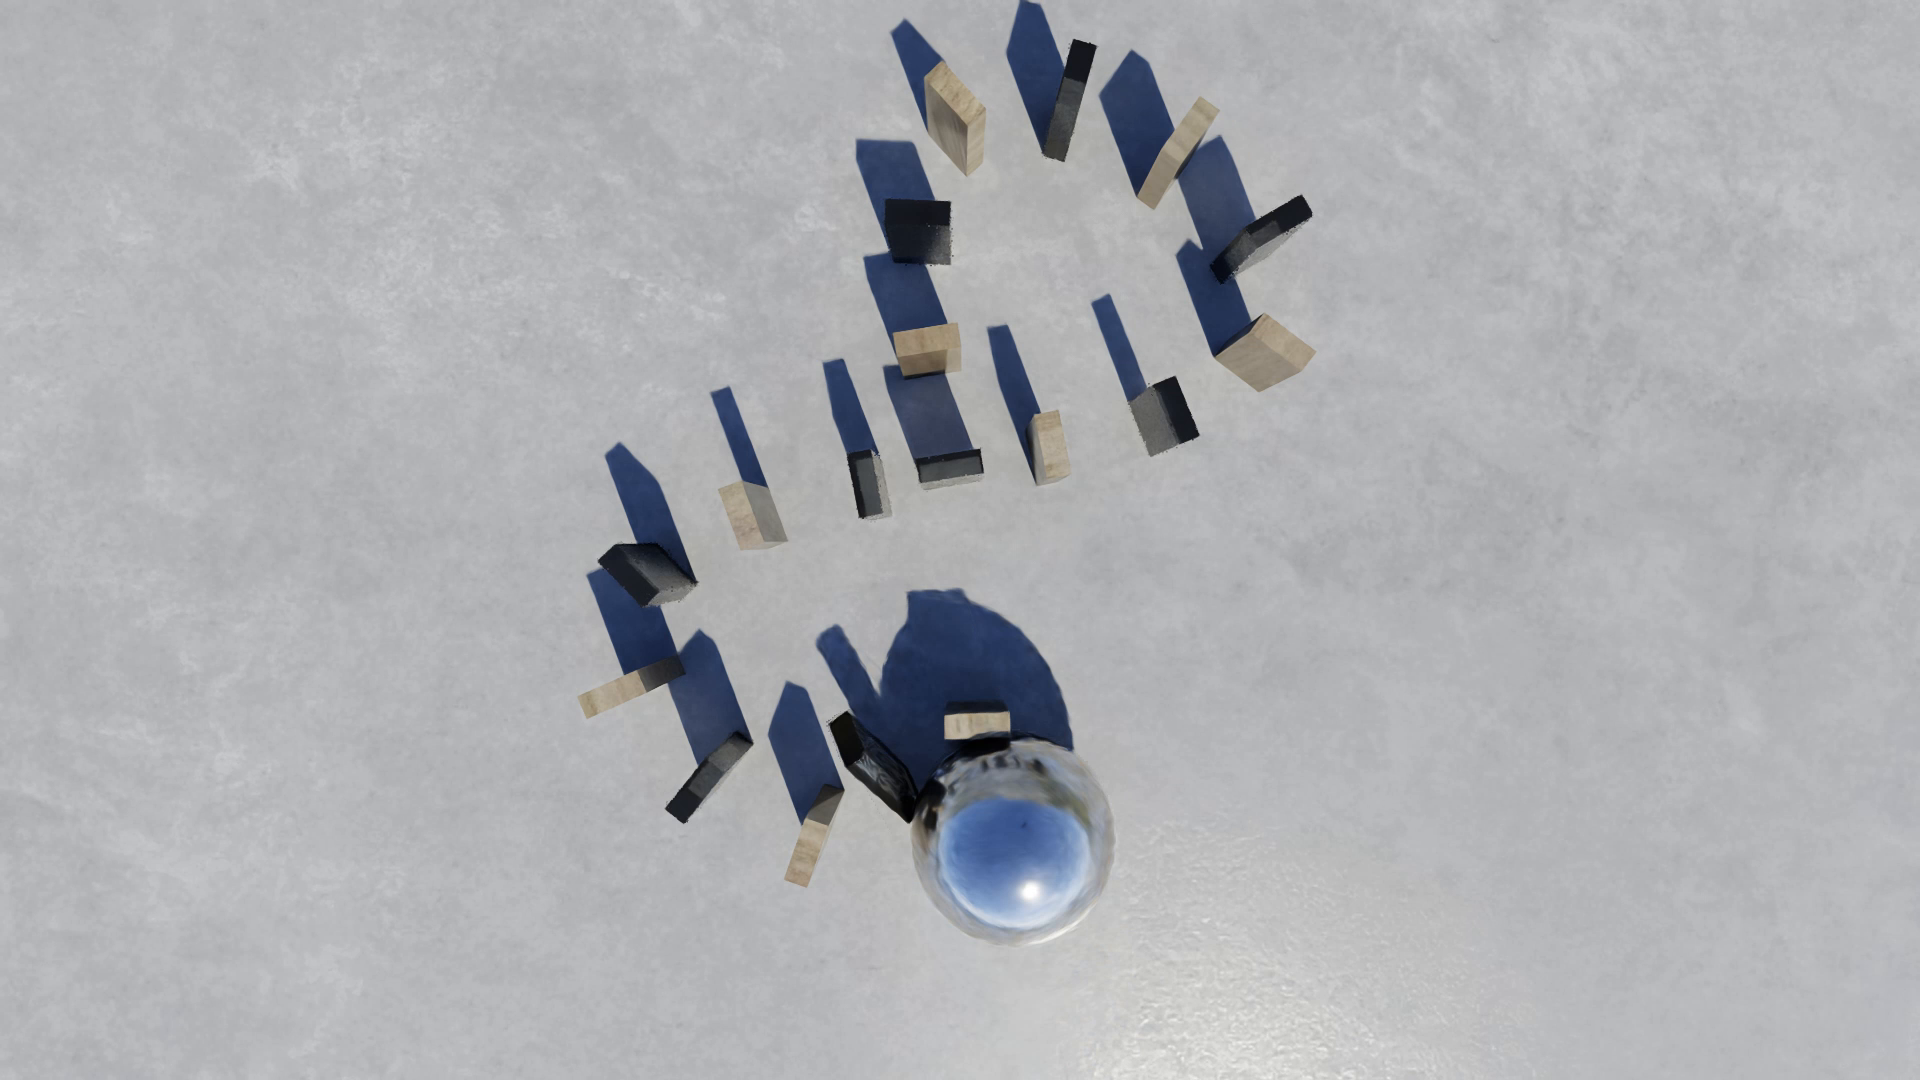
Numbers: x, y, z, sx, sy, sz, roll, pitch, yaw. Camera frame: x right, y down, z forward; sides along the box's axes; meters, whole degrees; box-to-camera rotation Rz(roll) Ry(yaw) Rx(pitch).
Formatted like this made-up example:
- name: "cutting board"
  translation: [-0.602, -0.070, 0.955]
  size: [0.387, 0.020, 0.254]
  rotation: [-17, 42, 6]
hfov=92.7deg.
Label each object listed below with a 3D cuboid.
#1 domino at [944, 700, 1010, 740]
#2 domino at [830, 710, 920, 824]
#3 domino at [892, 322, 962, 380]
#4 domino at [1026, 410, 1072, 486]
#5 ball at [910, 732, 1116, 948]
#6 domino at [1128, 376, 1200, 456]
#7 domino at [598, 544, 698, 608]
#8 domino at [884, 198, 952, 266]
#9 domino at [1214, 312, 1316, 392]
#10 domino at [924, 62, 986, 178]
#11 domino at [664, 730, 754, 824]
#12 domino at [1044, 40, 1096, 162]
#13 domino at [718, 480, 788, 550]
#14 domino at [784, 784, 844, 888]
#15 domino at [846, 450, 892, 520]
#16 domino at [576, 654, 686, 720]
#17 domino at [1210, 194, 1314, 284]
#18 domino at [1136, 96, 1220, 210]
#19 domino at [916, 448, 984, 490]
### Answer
- name: "domino"
  translation: [0.007, 0.073, 0.375]
  size: [0.025, 0.050, 0.009]
  rotation: [-3, 85, 0]
- name: "domino"
  translation: [-0.033, 0.093, 0.374]
  size: [0.010, 0.025, 0.050]
  rotation: [-35, 130, 0]
- name: "domino"
  translation: [-0.013, -0.076, 0.375]
  size: [0.025, 0.050, 0.010]
  rotation: [-9, 90, 0]
- name: "domino"
  translation: [0.036, -0.037, 0.375]
  size: [0.010, 0.050, 0.025]
  rotation: [-12, 90, 0]
- name: "ball"
  translation: [0.021, 0.116, 0.360]
  size: [0.080, 0.080, 0.080]
  rotation: [0, 90, 0]
- name: "domino"
  translation: [0.083, -0.050, 0.375]
  size: [0.009, 0.050, 0.025]
  rotation: [-22, 90, 0]
- name: "domino"
  translation: [-0.127, 0.014, 0.375]
  size: [0.010, 0.050, 0.025]
  rotation: [-44, 90, 0]
- name: "domino"
  translation: [-0.016, -0.125, 0.375]
  size: [0.025, 0.050, 0.010]
  rotation: [2, 90, 0]
- name: "domino"
  translation: [0.123, -0.076, 0.375]
  size: [0.025, 0.050, 0.009]
  rotation: [37, 90, 0]
- name: "domino"
  translation: [-0.002, -0.171, 0.375]
  size: [0.010, 0.050, 0.025]
  rotation: [-42, 90, 0]
- name: "domino"
  translation: [-0.101, 0.096, 0.375]
  size: [0.009, 0.050, 0.025]
  rotation: [39, 90, 0]
- name: "domino"
  translation: [0.044, -0.178, 0.375]
  size: [0.009, 0.050, 0.025]
  rotation: [16, 90, 0]
- name: "domino"
  translation: [-0.084, -0.009, 0.375]
  size: [0.010, 0.050, 0.025]
  rotation: [-20, 90, 0]
- name: "domino"
  translation: [-0.059, 0.120, 0.375]
  size: [0.010, 0.050, 0.025]
  rotation: [19, 90, 0]
- name: "domino"
  translation: [-0.036, -0.022, 0.375]
  size: [0.009, 0.050, 0.025]
  rotation: [-11, 90, 0]
- name: "domino"
  translation: [-0.133, 0.059, 0.375]
  size: [0.025, 0.050, 0.010]
  rotation: [-24, 90, 0]
- name: "domino"
  translation: [0.122, -0.122, 0.375]
  size: [0.025, 0.050, 0.009]
  rotation: [-30, 90, 0]
- name: "domino"
  translation: [0.088, -0.157, 0.375]
  size: [0.009, 0.050, 0.025]
  rotation: [36, 90, 0]
- name: "domino"
  translation: [-0.004, -0.028, 0.375]
  size: [0.025, 0.050, 0.009]
  rotation: [-9, 90, 0]
